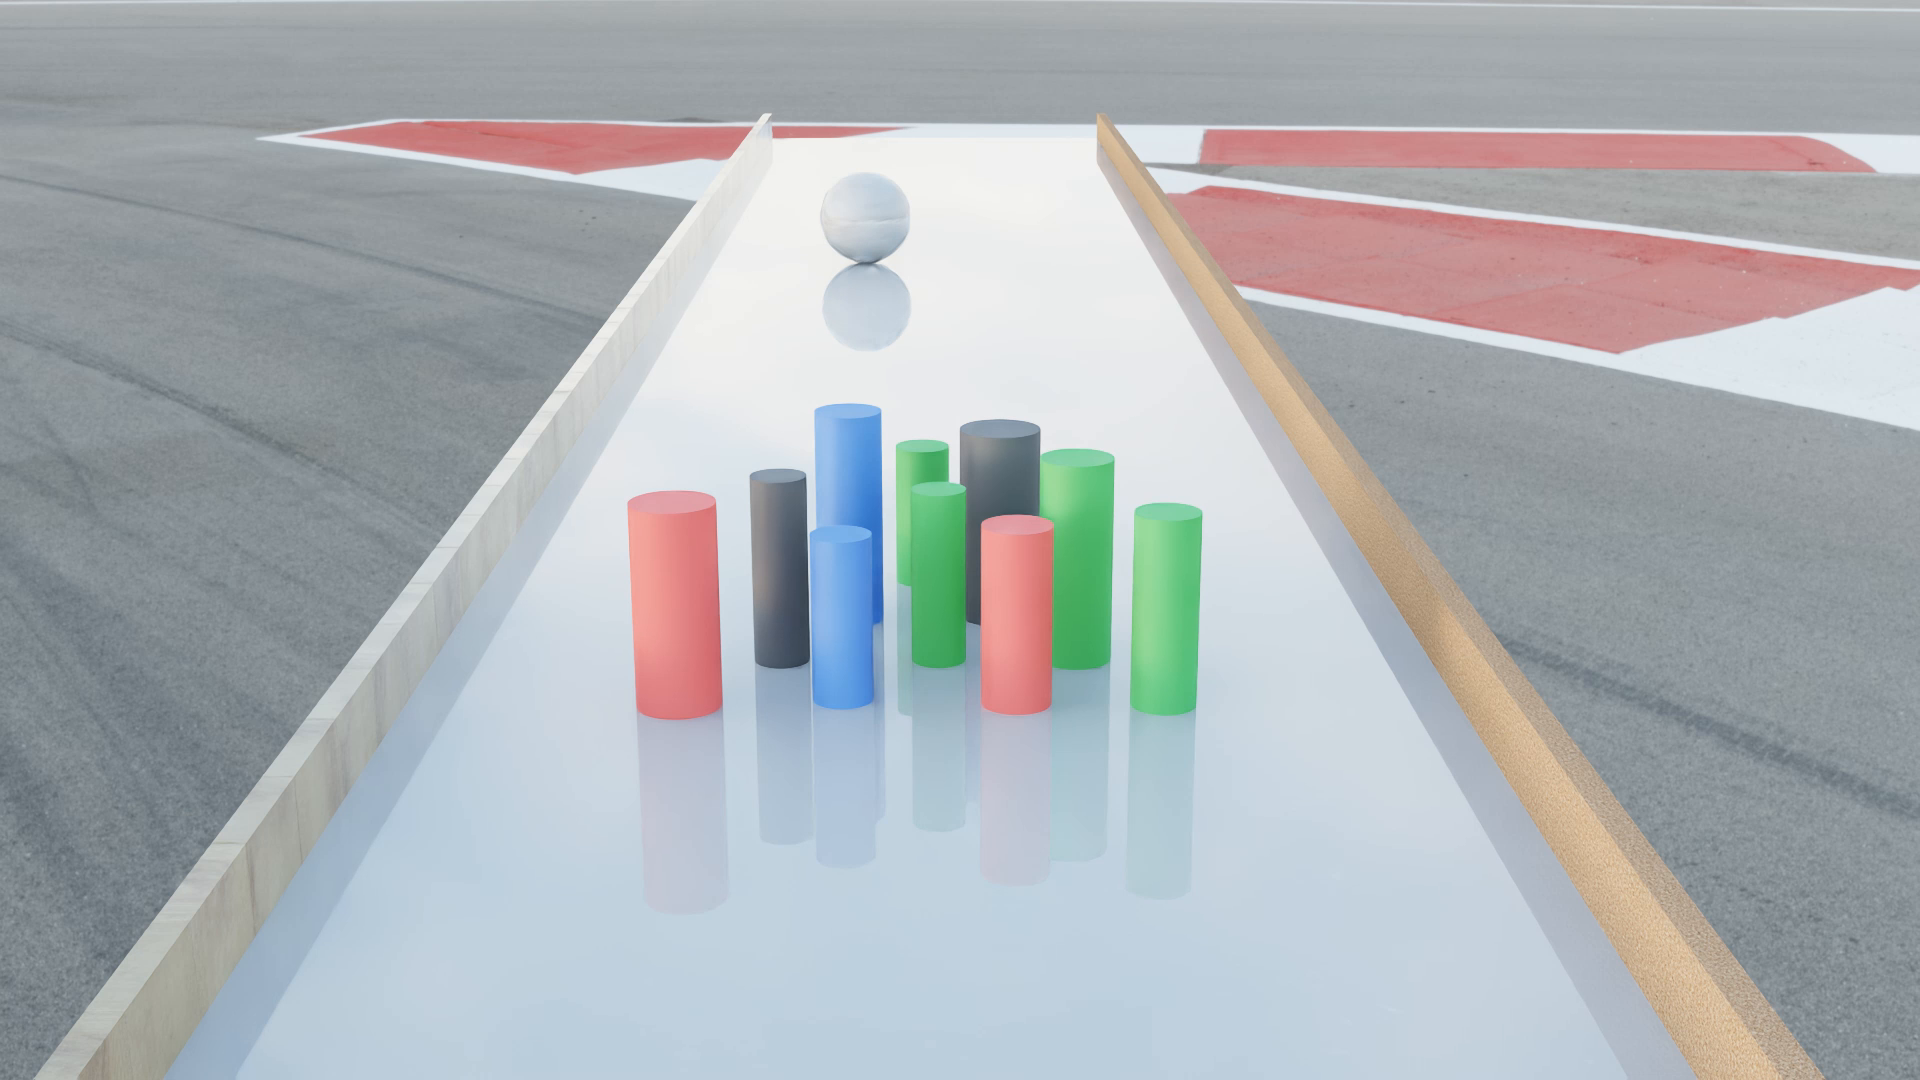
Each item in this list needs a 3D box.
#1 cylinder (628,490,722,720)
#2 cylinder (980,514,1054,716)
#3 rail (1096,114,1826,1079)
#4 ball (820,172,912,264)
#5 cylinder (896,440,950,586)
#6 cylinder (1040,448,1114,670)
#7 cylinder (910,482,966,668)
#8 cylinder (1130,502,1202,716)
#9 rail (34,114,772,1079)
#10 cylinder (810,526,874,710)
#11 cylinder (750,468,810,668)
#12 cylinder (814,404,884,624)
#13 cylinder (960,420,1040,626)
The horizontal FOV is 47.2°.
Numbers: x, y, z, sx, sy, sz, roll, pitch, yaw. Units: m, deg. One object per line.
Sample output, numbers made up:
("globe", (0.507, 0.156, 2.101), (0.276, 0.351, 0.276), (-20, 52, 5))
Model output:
("cylinder", (-0.533, 0.121, 4.121), (0.164, 0.399, 0.164), (0, 17, 0))
("cylinder", (0.107, 0.140, 4.137), (0.136, 0.352, 0.136), (0, 17, 0))
("rail", (0.932, -0.844, 7.801), (0.050, 0.150, 12.000), (0, 17, -1))
("ball", (-0.387, -1.325, 9.025), (0.374, 0.374, 0.374), (0, 17, 0))
("cylinder", (-0.083, -0.060, 4.886), (0.118, 0.309, 0.118), (0, 17, 0))
("cylinder", (0.230, 0.037, 4.372), (0.147, 0.416, 0.147), (0, 17, 0))
("cylinder", (-0.043, 0.069, 4.373), (0.109, 0.354, 0.109), (0, 17, 0))
("cylinder", (0.386, 0.129, 4.127), (0.126, 0.379, 0.126), (0, 17, 0))
("rail", (-1.118, -0.838, 7.780), (0.050, 0.150, 12.000), (0, 17, -1))
("cylinder", (-0.223, 0.146, 4.160), (0.117, 0.328, 0.117), (0, 17, 0))
("cylinder", (-0.357, 0.056, 4.367), (0.112, 0.382, 0.112), (0, 17, 0))
("cylinder", (-0.232, -0.051, 4.609), (0.140, 0.450, 0.140), (0, 17, 0))
("cylinder", (0.083, -0.037, 4.636), (0.169, 0.408, 0.169), (0, 17, 0))
